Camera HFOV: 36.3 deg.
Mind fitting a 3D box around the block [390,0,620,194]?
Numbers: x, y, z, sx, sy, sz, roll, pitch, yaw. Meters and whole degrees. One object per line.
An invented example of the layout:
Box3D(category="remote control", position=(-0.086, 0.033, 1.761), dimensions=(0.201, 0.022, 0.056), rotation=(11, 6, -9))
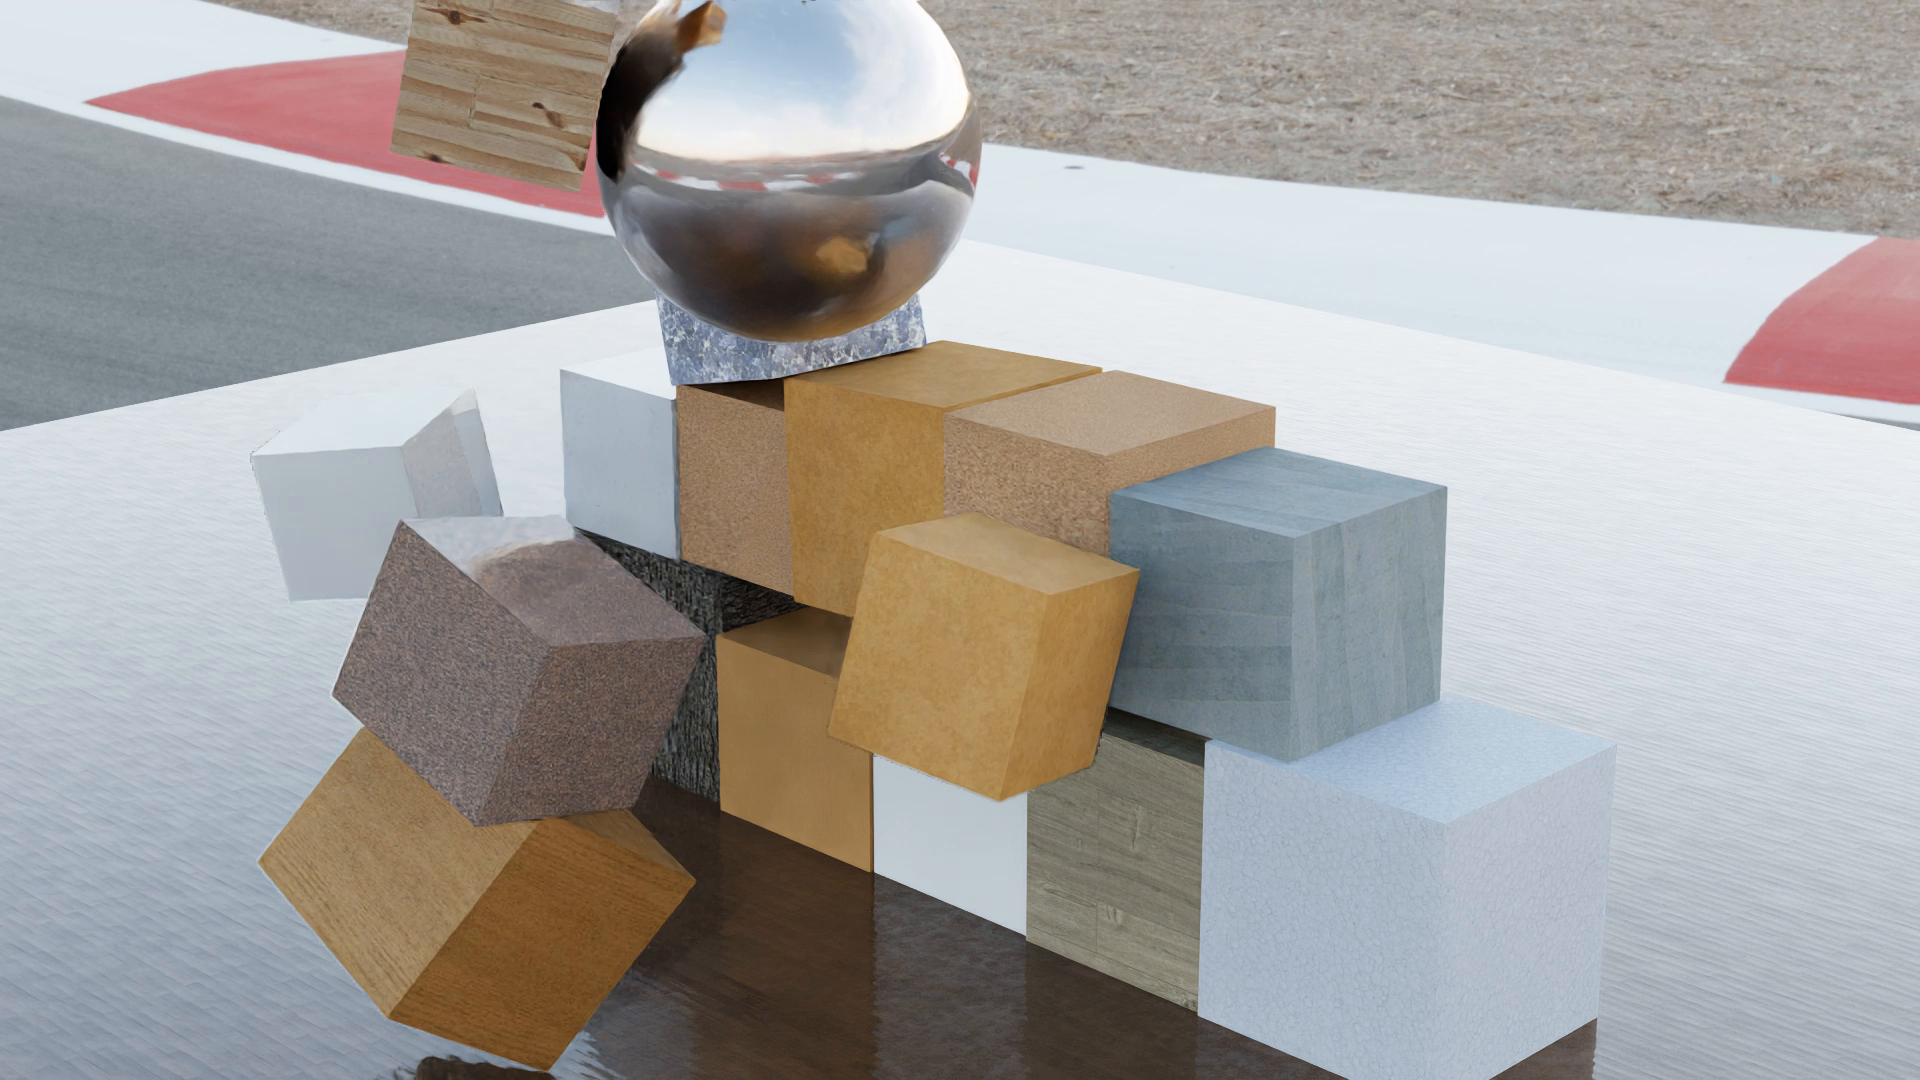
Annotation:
Box3D(category="block", position=(-1.797, -2.024, 11.808), dimensions=(0.766, 0.822, 0.789), rotation=(12, 36, -9))

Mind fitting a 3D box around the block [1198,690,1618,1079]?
Box3D(category="block", position=(1.805, 1.389, 11.912), dimensions=(1.154, 1.207, 1.174), rotation=(-17, 24, -42))

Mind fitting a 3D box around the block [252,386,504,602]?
Box3D(category="block", position=(-2.587, -0.212, 13.138), dimensions=(0.732, 0.697, 0.754), rotation=(-3, 22, 18))

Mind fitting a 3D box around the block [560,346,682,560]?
Box3D(category="block", position=(-1.362, -0.468, 14.607), dimensions=(0.860, 0.802, 0.884), rotation=(17, 24, 42))

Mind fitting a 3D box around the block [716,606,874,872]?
Box3D(category="block", position=(-0.426, 0.882, 14.044), dimensions=(1.018, 0.896, 1.053), rotation=(-17, 24, -42))

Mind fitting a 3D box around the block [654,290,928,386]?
Box3D(category="block", position=(-0.833, -1.271, 13.706), dimensions=(0.876, 0.926, 0.873), rotation=(-15, 9, -37))

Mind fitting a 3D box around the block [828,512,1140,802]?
Box3D(category="block", position=(0.099, 0.433, 11.408), dimensions=(0.766, 0.820, 0.828), rotation=(19, 14, 25))

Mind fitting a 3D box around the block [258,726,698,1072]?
Box3D(category="block", position=(-1.890, 1.302, 11.512), dimensions=(1.002, 0.969, 0.993), rotation=(39, 2, 37))

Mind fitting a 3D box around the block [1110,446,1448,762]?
Box3D(category="block", position=(1.302, 0.235, 12.039), dimensions=(0.951, 0.921, 0.995), rotation=(16, 23, 43))

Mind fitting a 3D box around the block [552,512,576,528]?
Box3D(category="block", position=(-1.898, 0.410, 15.476), dimensions=(0.854, 0.937, 0.854), rotation=(-17, 24, -42))

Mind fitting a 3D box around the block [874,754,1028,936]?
Box3D(category="block", position=(0.320, 0.948, 13.319), dimensions=(1.032, 1.204, 0.988), rotation=(-17, 24, -42))

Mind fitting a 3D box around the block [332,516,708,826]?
Box3D(category="block", position=(-1.639, 0.465, 10.903), dimensions=(0.881, 0.762, 0.821), rotation=(36, 22, 30))

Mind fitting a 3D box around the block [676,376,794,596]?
Box3D(category="block", position=(-0.735, -0.330, 14.035), dimensions=(0.852, 0.877, 0.874), rotation=(16, 24, 43))

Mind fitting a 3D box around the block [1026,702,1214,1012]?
Box3D(category="block", position=(1.016, 1.219, 12.652), dimensions=(1.068, 1.087, 0.991), rotation=(-17, 24, -42))

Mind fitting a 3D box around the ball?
Box3D(category="ball", position=(-0.706, -1.614, 12.095), dimensions=(1.600, 1.600, 1.600), rotation=(0, 17, 0))

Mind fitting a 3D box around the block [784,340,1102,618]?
Box3D(category="block", position=(-0.061, -0.247, 13.354), dimensions=(1.008, 1.059, 1.030), rotation=(-17, 21, -42))

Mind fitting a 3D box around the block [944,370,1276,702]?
Box3D(category="block", position=(0.642, -0.041, 12.666), dimensions=(0.929, 1.075, 1.088), rotation=(17, 24, 42))

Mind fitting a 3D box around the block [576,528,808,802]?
Box3D(category="block", position=(-1.195, 0.516, 14.758), dimensions=(0.949, 1.166, 1.133), rotation=(-17, 24, -42))
